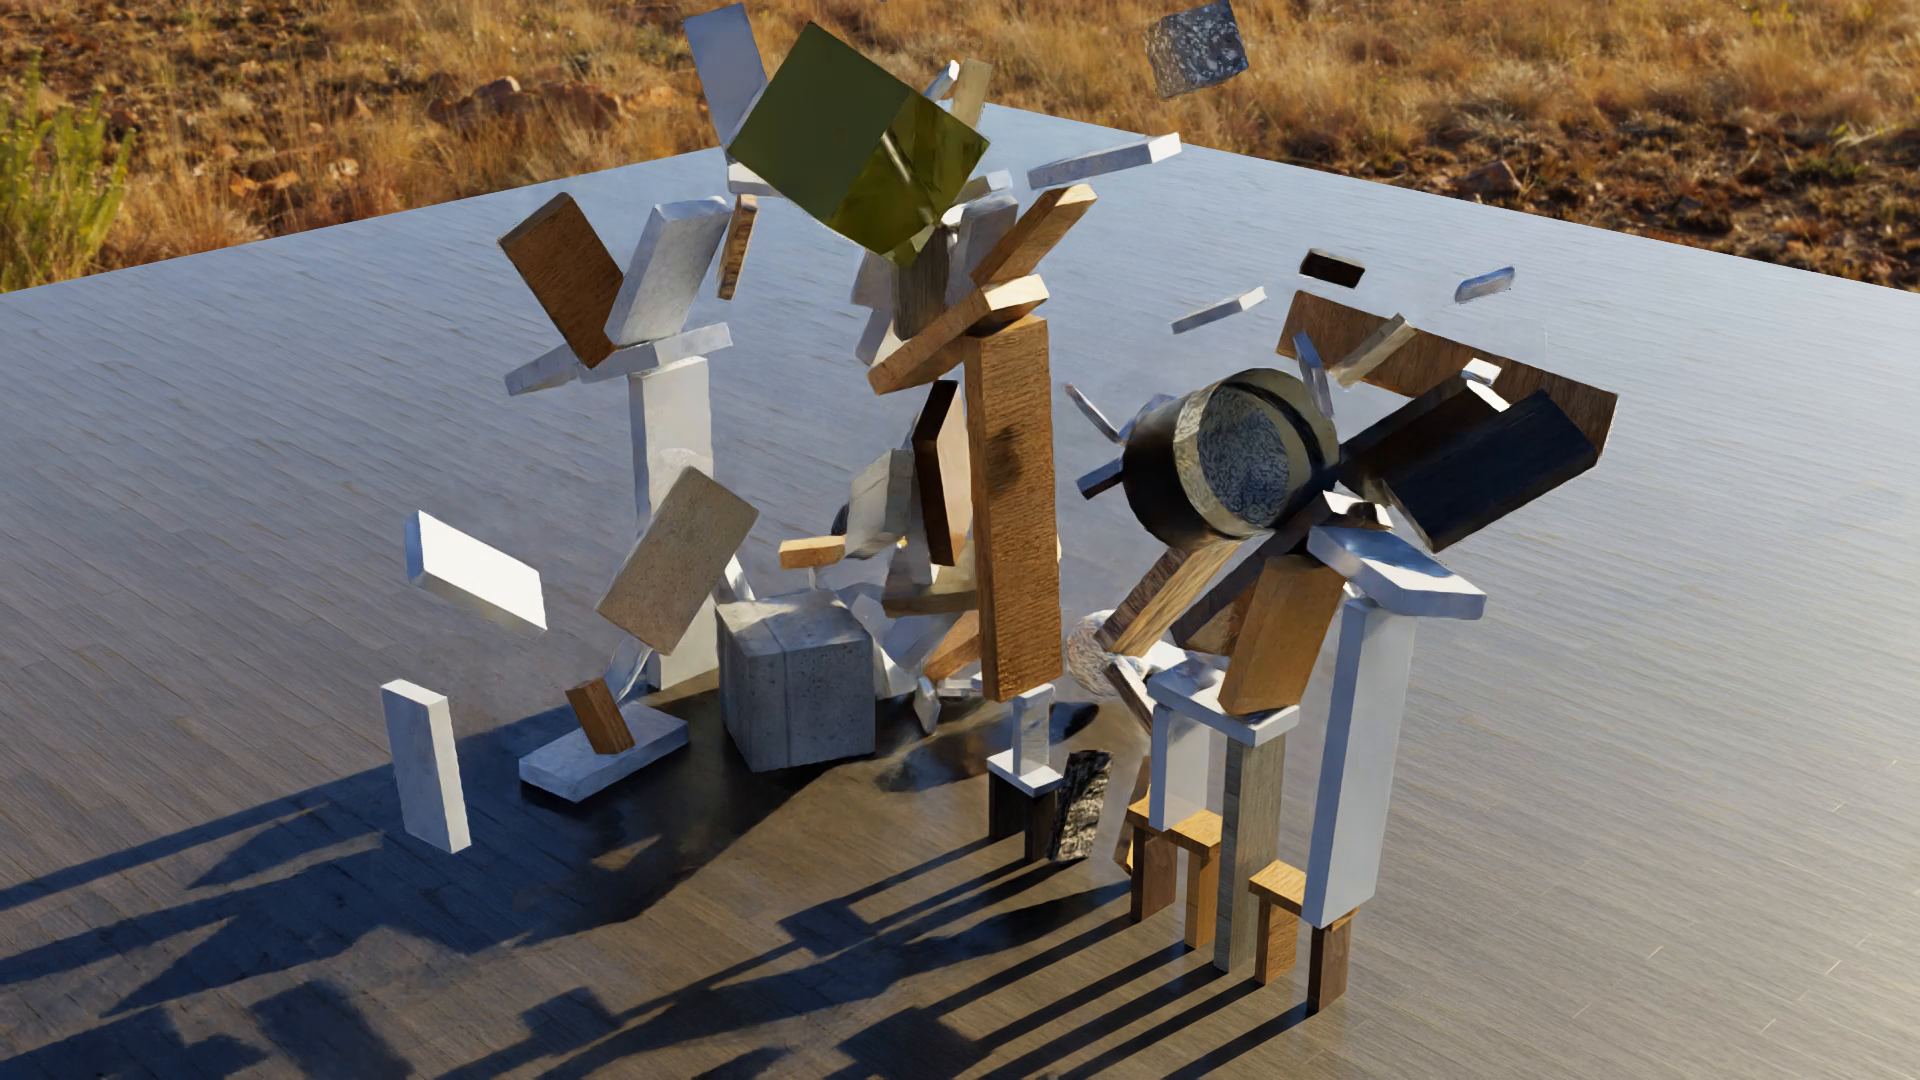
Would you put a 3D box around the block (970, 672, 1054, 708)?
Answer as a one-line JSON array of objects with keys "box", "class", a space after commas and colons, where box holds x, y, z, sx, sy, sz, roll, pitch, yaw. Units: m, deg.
[{"box": [0.101, 0.283, 4.247, 0.076, 0.022, 0.152, -20, 26, -39], "class": "block"}]

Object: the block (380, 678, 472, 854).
[{"box": [-0.964, 0.408, 3.968, 0.147, 0.293, 0.042, 14, 27, 41], "class": "block"}]

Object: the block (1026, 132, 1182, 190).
[{"box": [0.244, -0.644, 3.742, 0.236, 0.033, 0.118, -7, 14, 32], "class": "block"}]

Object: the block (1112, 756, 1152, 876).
[{"box": [0.356, 0.534, 4.215, 0.030, 0.106, 0.212, 6, 65, 33], "class": "block"}]

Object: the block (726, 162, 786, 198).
[{"box": [-0.368, -0.738, 4.472, 0.209, 0.030, 0.104, 4, 42, -11], "class": "block"}]

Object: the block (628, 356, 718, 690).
[{"box": [-0.630, -0.034, 4.894, 0.051, 0.740, 0.180, 20, 30, 40], "class": "block"}]

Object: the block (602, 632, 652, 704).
[{"box": [-0.689, 0.201, 4.798, 0.047, 0.334, 0.167, 30, 15, 0], "class": "block"}]

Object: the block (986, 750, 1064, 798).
[{"box": [0.126, 0.452, 4.284, 0.075, 0.021, 0.149, -16, 28, -33], "class": "block"}]

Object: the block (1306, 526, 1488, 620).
[{"box": [0.690, 0.050, 3.499, 0.151, 0.043, 0.302, 4, 18, -21], "class": "block"}]

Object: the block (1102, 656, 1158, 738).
[{"box": [0.358, 0.324, 4.260, 0.030, 0.212, 0.106, -37, -5, 13], "class": "block"}]

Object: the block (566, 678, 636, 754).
[{"box": [-0.722, 0.355, 4.404, 0.042, 0.147, 0.293, -27, 3, -18], "class": "block"}]

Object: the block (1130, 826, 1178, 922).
[{"box": [0.363, 0.602, 4.092, 0.028, 0.195, 0.098, 21, 31, 41], "class": "block"}]

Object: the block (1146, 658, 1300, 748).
[{"box": [0.458, 0.282, 3.845, 0.122, 0.035, 0.244, -21, 33, -40], "class": "block"}]

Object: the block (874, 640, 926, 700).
[{"box": [-0.162, 0.199, 4.892, 0.042, 0.293, 0.147, -14, -2, 31], "class": "block"}]

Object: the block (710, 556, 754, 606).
[{"box": [-0.478, 0.184, 4.901, 0.047, 0.334, 0.167, -20, 21, 6], "class": "block"}]

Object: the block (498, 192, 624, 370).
[{"box": [-0.793, -0.534, 4.550, 0.170, 0.339, 0.048, -41, 40, -13], "class": "block"}]

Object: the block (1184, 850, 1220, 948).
[{"box": [0.455, 0.638, 4.007, 0.098, 0.195, 0.028, -21, 31, -41], "class": "block"}]

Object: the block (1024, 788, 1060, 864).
[{"box": [0.160, 0.548, 4.279, 0.075, 0.149, 0.021, -21, 31, -40], "class": "block"}]

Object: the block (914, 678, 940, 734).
[{"box": [-0.073, 0.364, 4.815, 0.019, 0.067, 0.134, 7, 20, -17], "class": "block"}]

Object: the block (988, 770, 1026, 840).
[{"box": [0.094, 0.515, 4.355, 0.075, 0.149, 0.021, -14, 27, -30], "class": "block"}]

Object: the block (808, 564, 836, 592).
[{"box": [-0.248, 0.187, 4.949, 0.147, 0.293, 0.042, -10, 5, -21], "class": "block"}]

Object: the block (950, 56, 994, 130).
[{"box": [0.019, -0.848, 4.181, 0.018, 0.129, 0.064, 24, 13, 37], "class": "block"}]

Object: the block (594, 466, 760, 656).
[{"box": [-0.590, 0.043, 4.592, 0.180, 0.359, 0.051, 35, -11, -16], "class": "block"}]

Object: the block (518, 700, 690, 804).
[{"box": [-0.750, 0.445, 4.652, 0.167, 0.047, 0.334, 17, 28, 34], "class": "block"}]

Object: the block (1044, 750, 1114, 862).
[{"box": [0.231, 0.513, 4.251, 0.030, 0.212, 0.106, 21, 13, 39], "class": "block"}]

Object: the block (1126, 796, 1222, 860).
[{"box": [0.409, 0.517, 4.006, 0.195, 0.028, 0.098, 21, 31, 41], "class": "block"}]

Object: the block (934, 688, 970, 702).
[{"box": [-0.023, 0.341, 4.835, 0.067, 0.019, 0.134, 1, -10, -9], "class": "block"}]

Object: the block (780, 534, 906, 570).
[{"box": [-0.253, 0.019, 4.925, 0.293, 0.042, 0.147, -6, 8, -1], "class": "block"}]

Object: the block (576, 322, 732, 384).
[{"box": [-0.655, -0.396, 4.686, 0.180, 0.051, 0.359, -21, 9, -35], "class": "block"}]

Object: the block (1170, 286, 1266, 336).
[{"box": [0.426, -0.378, 3.631, 0.147, 0.021, 0.073, -17, 10, 44], "class": "block"}]

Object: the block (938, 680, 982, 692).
[{"box": [0.023, 0.326, 4.899, 0.134, 0.019, 0.067, 5, -9, -16], "class": "block"}]

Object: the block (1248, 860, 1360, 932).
[{"box": [0.597, 0.617, 3.819, 0.174, 0.025, 0.087, 23, 32, 36], "class": "block"}]

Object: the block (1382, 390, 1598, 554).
[{"box": [0.878, -0.115, 3.651, 0.311, 0.044, 0.156, -29, 52, -3], "class": "block"}]

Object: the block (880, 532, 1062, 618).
[{"box": [0.023, 0.069, 4.390, 0.338, 0.048, 0.169, -6, 36, 16], "class": "block"}]

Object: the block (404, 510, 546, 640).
[{"box": [-0.904, 0.069, 4.107, 0.293, 0.042, 0.147, 32, 30, -43], "class": "block"}]

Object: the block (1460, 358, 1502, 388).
[{"box": [0.876, -0.281, 3.694, 0.049, 0.014, 0.099, 22, 23, 16], "class": "block"}]

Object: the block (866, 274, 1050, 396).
[{"box": [-0.006, -0.374, 4.034, 0.168, 0.048, 0.336, -19, -11, -48], "class": "block"}]

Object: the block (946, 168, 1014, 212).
[{"box": [-0.020, -0.593, 3.849, 0.209, 0.030, 0.104, -19, 6, 26], "class": "block"}]

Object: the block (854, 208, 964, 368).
[{"box": [-0.088, -0.481, 4.161, 0.044, 0.309, 0.154, 36, 32, 16], "class": "block"}]

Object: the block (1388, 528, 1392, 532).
[{"box": [0.631, -0.042, 4.087, 0.300, 0.042, 0.150, 15, 4, 35], "class": "block"}]

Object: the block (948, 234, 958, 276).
[{"box": [0.033, -0.513, 4.080, 0.166, 0.083, 0.023, 11, 45, -35], "class": "block"}]

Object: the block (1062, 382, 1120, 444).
[{"box": [0.244, -0.235, 4.069, 0.018, 0.130, 0.065, -42, 41, 7], "class": "block"}]
